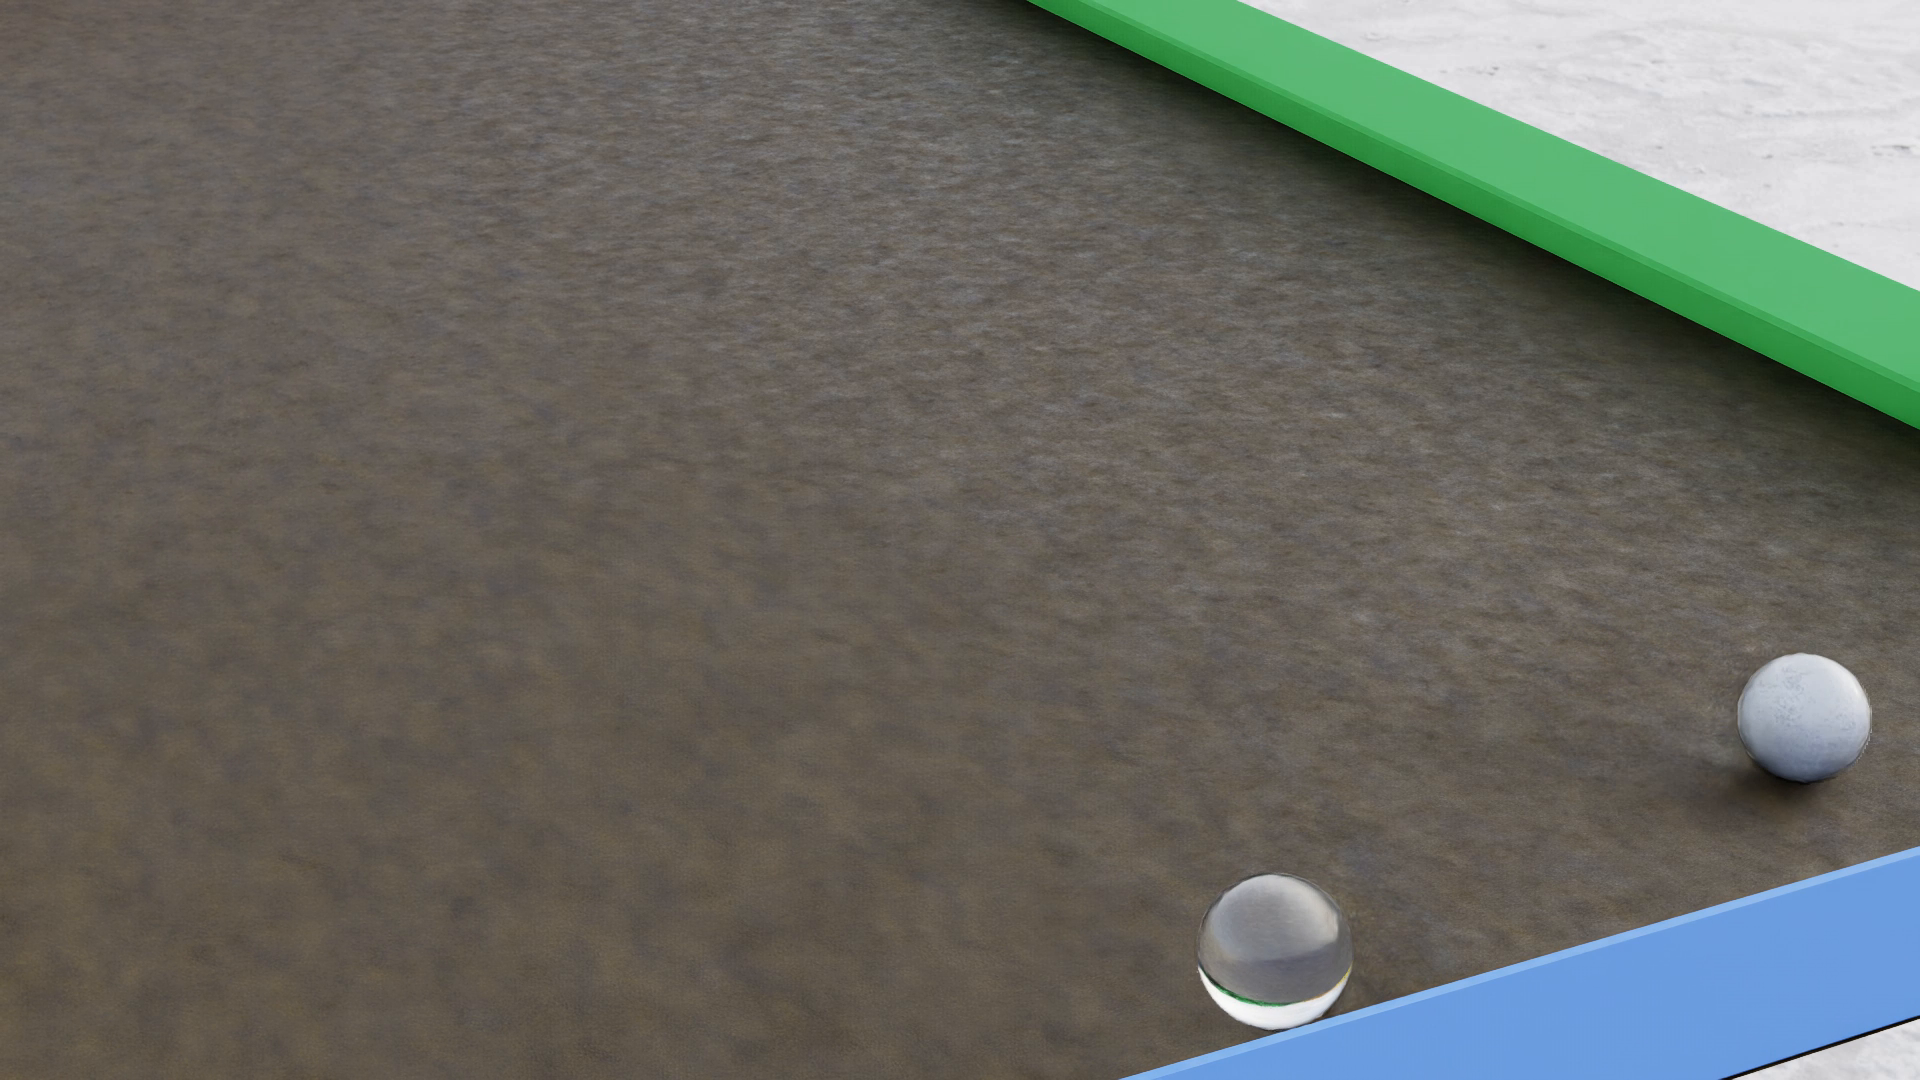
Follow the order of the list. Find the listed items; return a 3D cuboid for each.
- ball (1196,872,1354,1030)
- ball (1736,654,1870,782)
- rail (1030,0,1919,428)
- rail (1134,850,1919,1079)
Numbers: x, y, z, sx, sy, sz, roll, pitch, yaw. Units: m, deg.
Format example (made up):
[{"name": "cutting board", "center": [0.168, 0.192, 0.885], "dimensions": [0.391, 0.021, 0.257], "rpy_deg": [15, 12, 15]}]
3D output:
[{"name": "ball", "center": [0.174, 0.228, 1.631], "dimensions": [0.087, 0.087, 0.087], "rpy_deg": [0, 24, 0]}, {"name": "ball", "center": [0.541, 0.114, 1.888], "dimensions": [0.083, 0.083, 0.083], "rpy_deg": [0, 24, 0]}, {"name": "rail", "center": [0.415, -0.445, 3.082], "dimensions": [0.045, 0.113, 2.984], "rpy_deg": [-11, 27, -24]}, {"name": "rail", "center": [0.318, 0.250, 1.550], "dimensions": [1.703, 0.113, 0.045], "rpy_deg": [-11, 27, -24]}]
